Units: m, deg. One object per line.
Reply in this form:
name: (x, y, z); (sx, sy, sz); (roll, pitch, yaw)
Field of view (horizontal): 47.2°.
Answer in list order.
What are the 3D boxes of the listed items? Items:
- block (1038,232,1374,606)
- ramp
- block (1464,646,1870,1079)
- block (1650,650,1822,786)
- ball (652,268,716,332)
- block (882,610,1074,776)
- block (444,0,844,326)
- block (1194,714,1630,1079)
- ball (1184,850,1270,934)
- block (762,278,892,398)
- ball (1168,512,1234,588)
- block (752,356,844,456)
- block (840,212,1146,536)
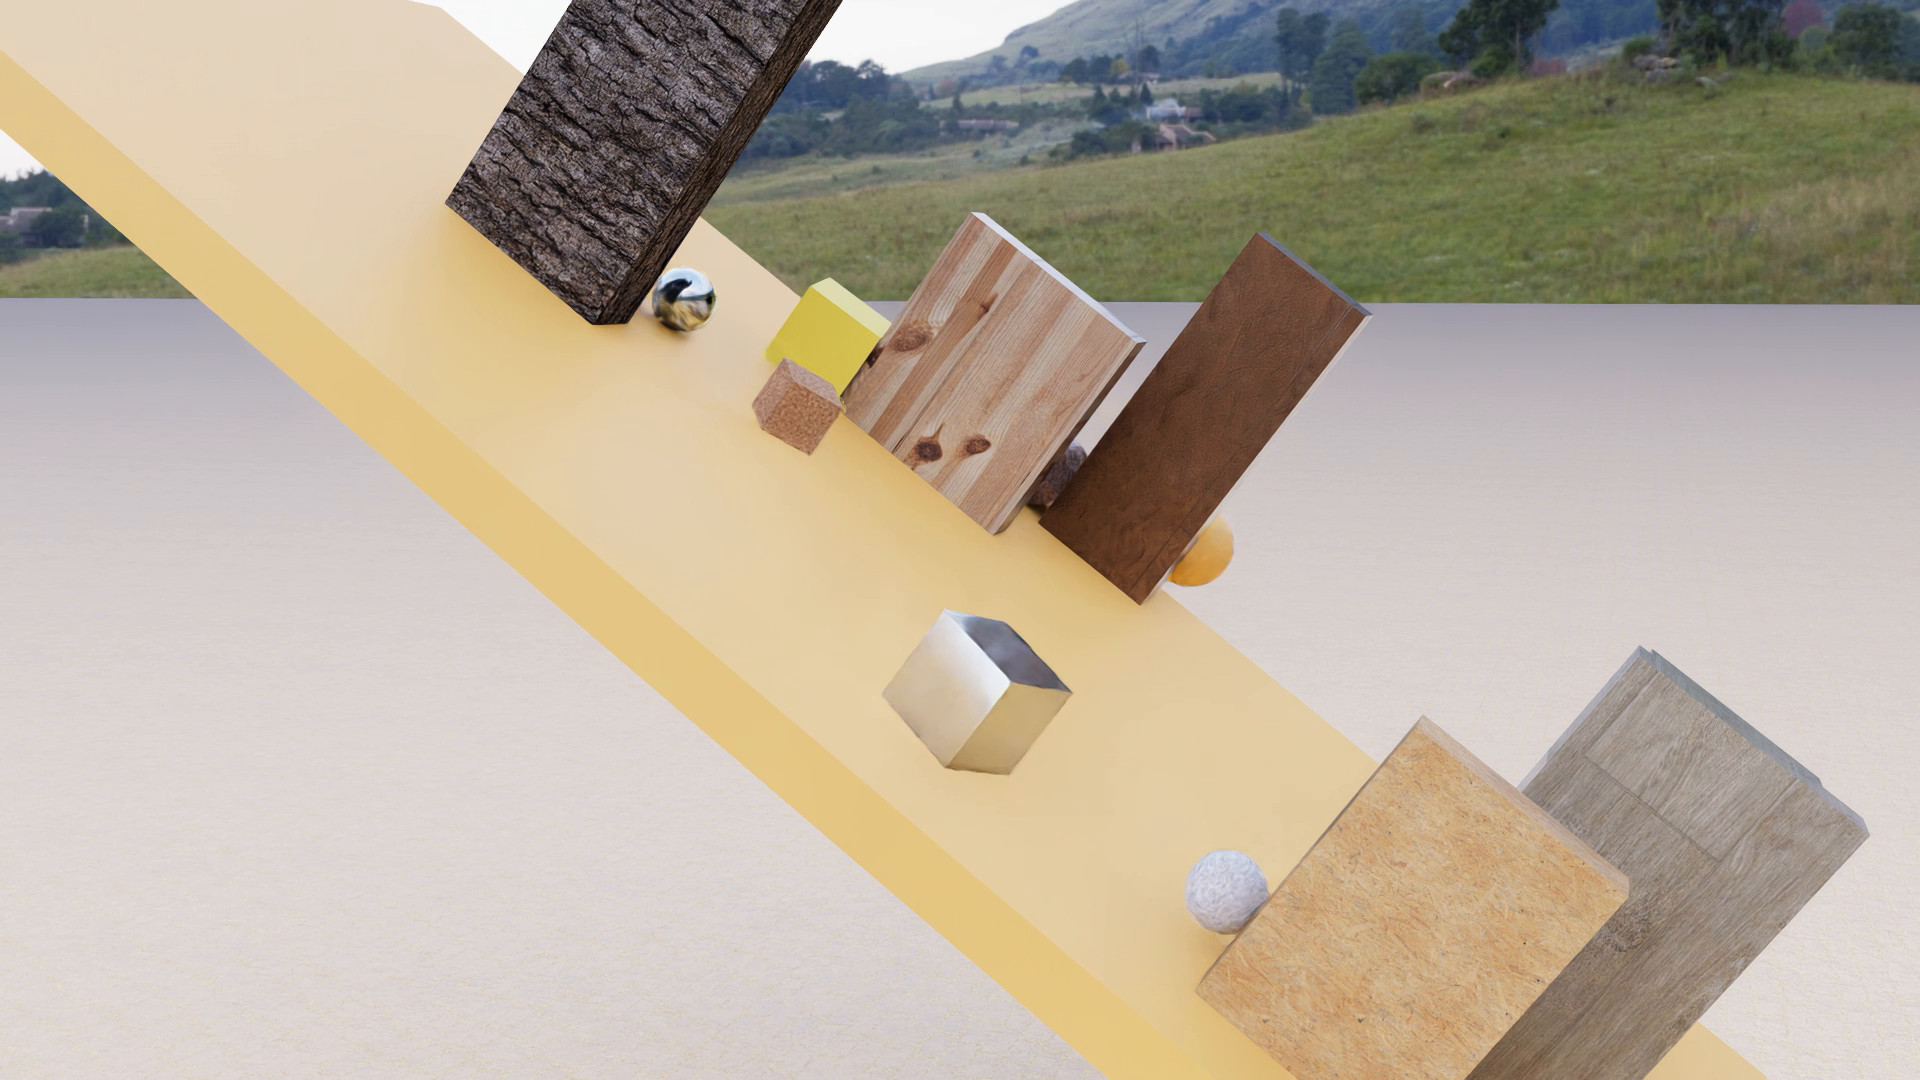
block: (0.522, -0.256, 4.712); (0.286, 0.778, 0.144); (39, 16, 9)
ramp: (-0.052, 0.112, 4.064); (4.000, 0.100, 2.000); (39, 16, 9)
block: (0.979, 0.577, 3.396); (0.414, 0.727, 0.108); (39, 16, 9)
block: (1.170, 0.571, 3.939); (0.363, 0.662, 0.127); (39, 16, 9)
ball: (-0.537, -0.467, 4.272); (0.124, 0.124, 0.124); (0, 7, 0)
block: (0.026, 0.236, 3.375); (0.171, 0.171, 0.171); (47, 19, 32)
block: (-0.577, -0.801, 4.003); (0.371, 0.741, 0.147); (39, 16, 9)
block: (0.634, 0.561, 3.113); (0.359, 0.508, 0.097); (39, 16, 9)
ball: (0.397, 0.524, 3.272); (0.125, 0.125, 0.125); (0, 7, 0)
block: (-0.270, -0.414, 4.589); (0.179, 0.179, 0.179); (37, 16, 0)
ball: (0.533, 0.009, 5.073); (0.199, 0.199, 0.199); (0, 7, 0)
block: (-0.309, -0.253, 4.166); (0.114, 0.114, 0.114); (29, 17, -26)
block: (0.058, -0.338, 4.485); (0.430, 0.493, 0.095); (39, 16, 9)
